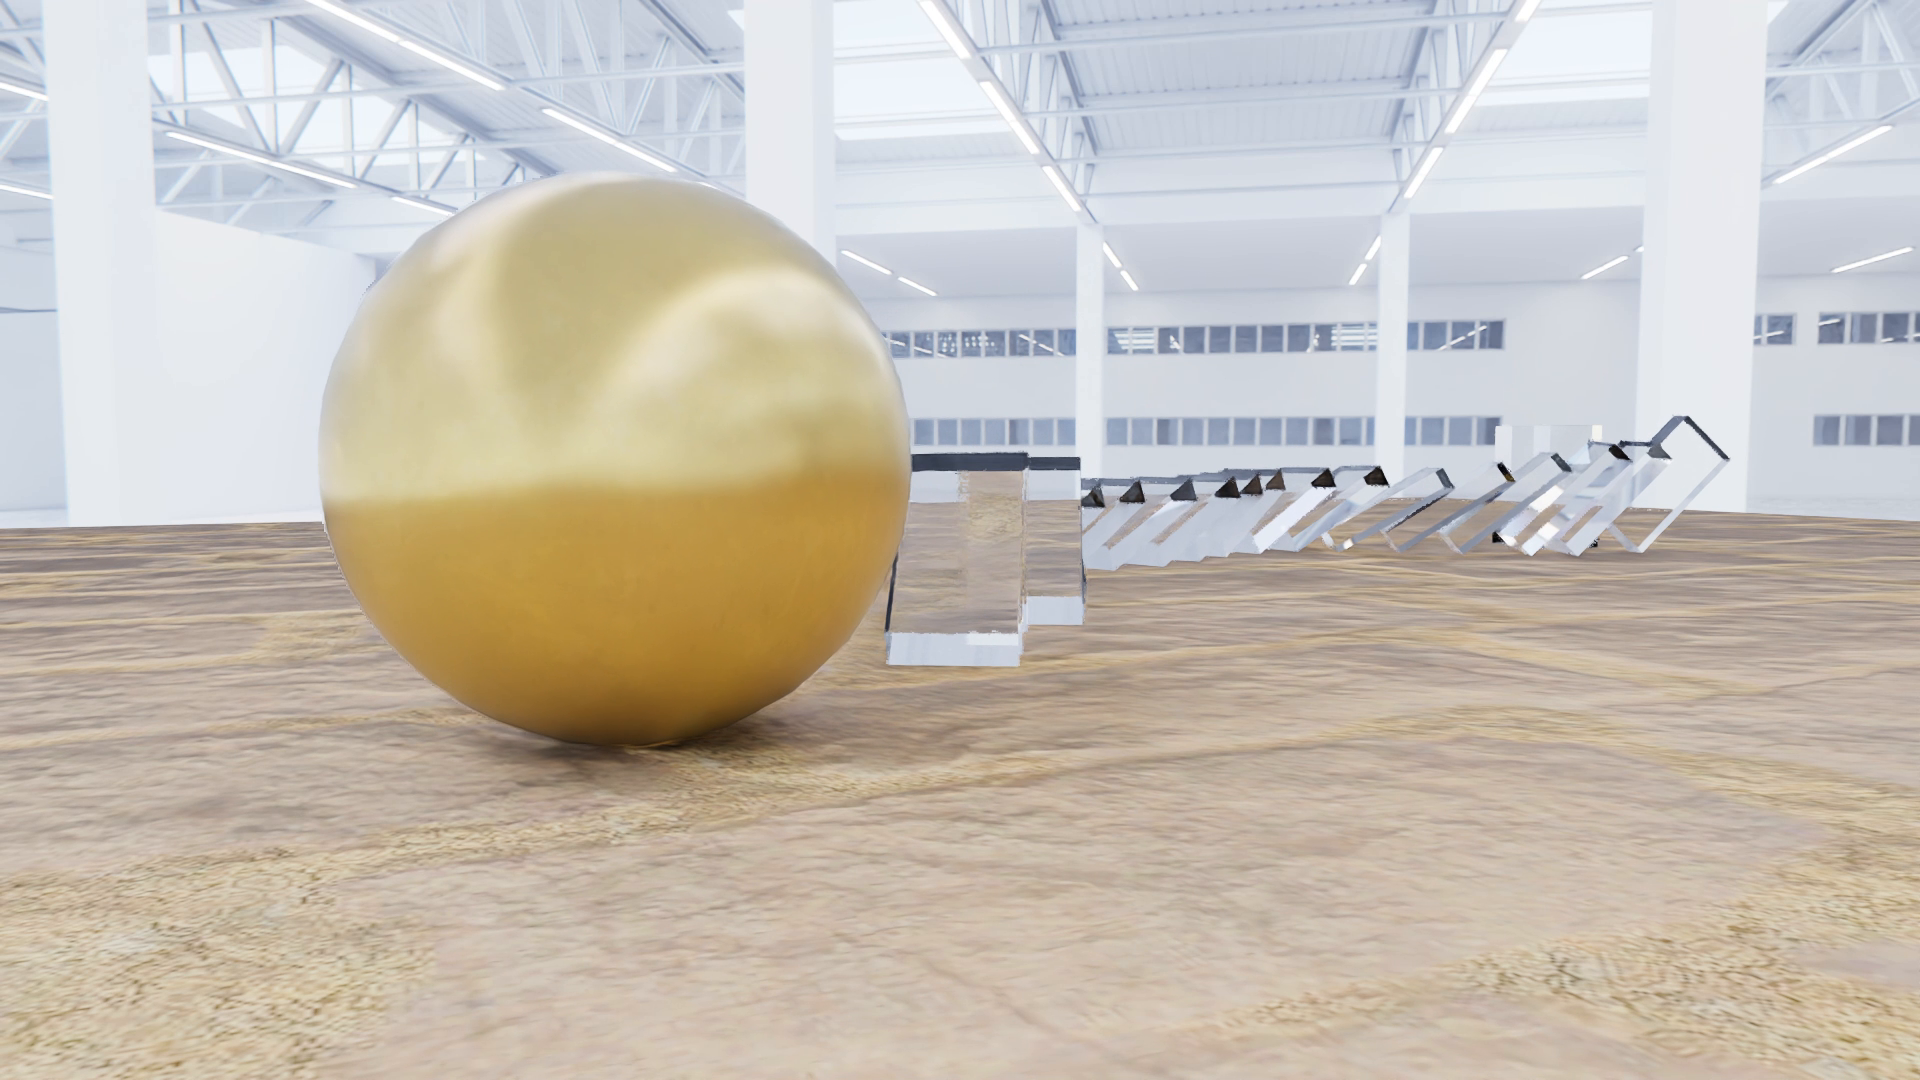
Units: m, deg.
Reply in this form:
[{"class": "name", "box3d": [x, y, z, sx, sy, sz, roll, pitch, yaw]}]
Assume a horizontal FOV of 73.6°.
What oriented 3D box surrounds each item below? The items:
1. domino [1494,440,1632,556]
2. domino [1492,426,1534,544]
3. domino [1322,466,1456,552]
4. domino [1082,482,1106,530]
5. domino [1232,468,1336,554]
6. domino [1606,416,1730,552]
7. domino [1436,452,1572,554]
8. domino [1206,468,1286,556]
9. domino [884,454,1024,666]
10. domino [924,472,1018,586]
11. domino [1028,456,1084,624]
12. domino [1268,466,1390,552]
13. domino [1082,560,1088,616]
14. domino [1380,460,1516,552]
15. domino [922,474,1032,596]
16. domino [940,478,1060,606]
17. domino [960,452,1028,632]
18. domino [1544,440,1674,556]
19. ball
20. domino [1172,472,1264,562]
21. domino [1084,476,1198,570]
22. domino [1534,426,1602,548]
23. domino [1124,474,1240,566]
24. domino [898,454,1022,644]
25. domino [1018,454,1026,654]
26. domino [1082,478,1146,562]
[{"class": "domino", "box3d": [0.232, -0.017, 0.495, 0.009, 0.050, 0.025, 44, 10, -1]}, {"class": "domino", "box3d": [0.242, -0.024, 0.549, 0.025, 0.050, 0.009, -2, 5, -20]}, {"class": "domino", "box3d": [0.169, -0.013, 0.513, 0.050, 0.009, 0.025, -30, 1, 7]}, {"class": "domino", "box3d": [0.024, -0.004, 0.420, 0.025, 0.010, 0.050, 3, 30, 36]}, {"class": "domino", "box3d": [0.124, -0.012, 0.512, 0.050, 0.009, 0.025, -36, 21, -27]}, {"class": "domino", "box3d": [0.274, -0.022, 0.504, 0.025, 0.050, 0.009, 43, 1, -5]}, {"class": "domino", "box3d": [0.212, -0.015, 0.501, 0.050, 0.009, 0.025, -40, -4, 11]}, {"class": "domino", "box3d": [0.104, -0.011, 0.502, 0.025, 0.009, 0.050, 3, 34, 43]}, {"class": "domino", "box3d": [0.000, 0.003, 0.261, 0.025, 0.009, 0.050, 0, 46, 4]}, {"class": "domino", "box3d": [0.003, -0.004, 0.402, 0.025, 0.009, 0.050, -5, 32, -3]}, {"class": "domino", "box3d": [0.017, -0.001, 0.317, 0.025, 0.010, 0.050, 0, 44, 4]}, {"class": "domino", "box3d": [0.146, -0.013, 0.519, 0.050, 0.009, 0.025, -33, 13, -16]}, {"class": "domino", "box3d": [0.018, 0.002, 0.337, 0.025, 0.009, 0.050, 0, 32, -1]}, {"class": "domino", "box3d": [0.192, -0.013, 0.507, 0.050, 0.010, 0.025, -34, -3, 12]}, {"class": "domino", "box3d": [0.004, -0.003, 0.380, 0.025, 0.009, 0.050, -5, 32, -7]}, {"class": "domino", "box3d": [0.010, -0.001, 0.359, 0.025, 0.009, 0.050, -4, 32, -8]}, {"class": "domino", "box3d": [0.004, 0.000, 0.304, 0.025, 0.010, 0.050, 0, 46, 4]}, {"class": "domino", "box3d": [0.247, -0.016, 0.494, 0.009, 0.050, 0.025, 43, 3, -5]}, {"class": "ball", "box3d": [-0.047, -0.011, 0.182, 0.080, 0.080, 0.080, 0, 4, 0]}, {"class": "domino", "box3d": [0.091, -0.009, 0.484, 0.025, 0.009, 0.050, 3, 32, 43]}, {"class": "domino", "box3d": [0.059, -0.007, 0.453, 0.025, 0.009, 0.050, 5, 32, 47]}, {"class": "domino", "box3d": [0.249, -0.022, 0.527, 0.025, 0.050, 0.009, -1, 4, -15]}, {"class": "domino", "box3d": [0.077, -0.008, 0.466, 0.025, 0.010, 0.050, 5, 33, 47]}, {"class": "domino", "box3d": [0.001, 0.001, 0.289, 0.025, 0.009, 0.050, 0, 46, 4]}, {"class": "domino", "box3d": [0.001, 0.002, 0.275, 0.025, 0.009, 0.050, 0, 46, 4]}, {"class": "domino", "box3d": [0.040, -0.006, 0.439, 0.025, 0.009, 0.050, 4, 31, 40]}]
